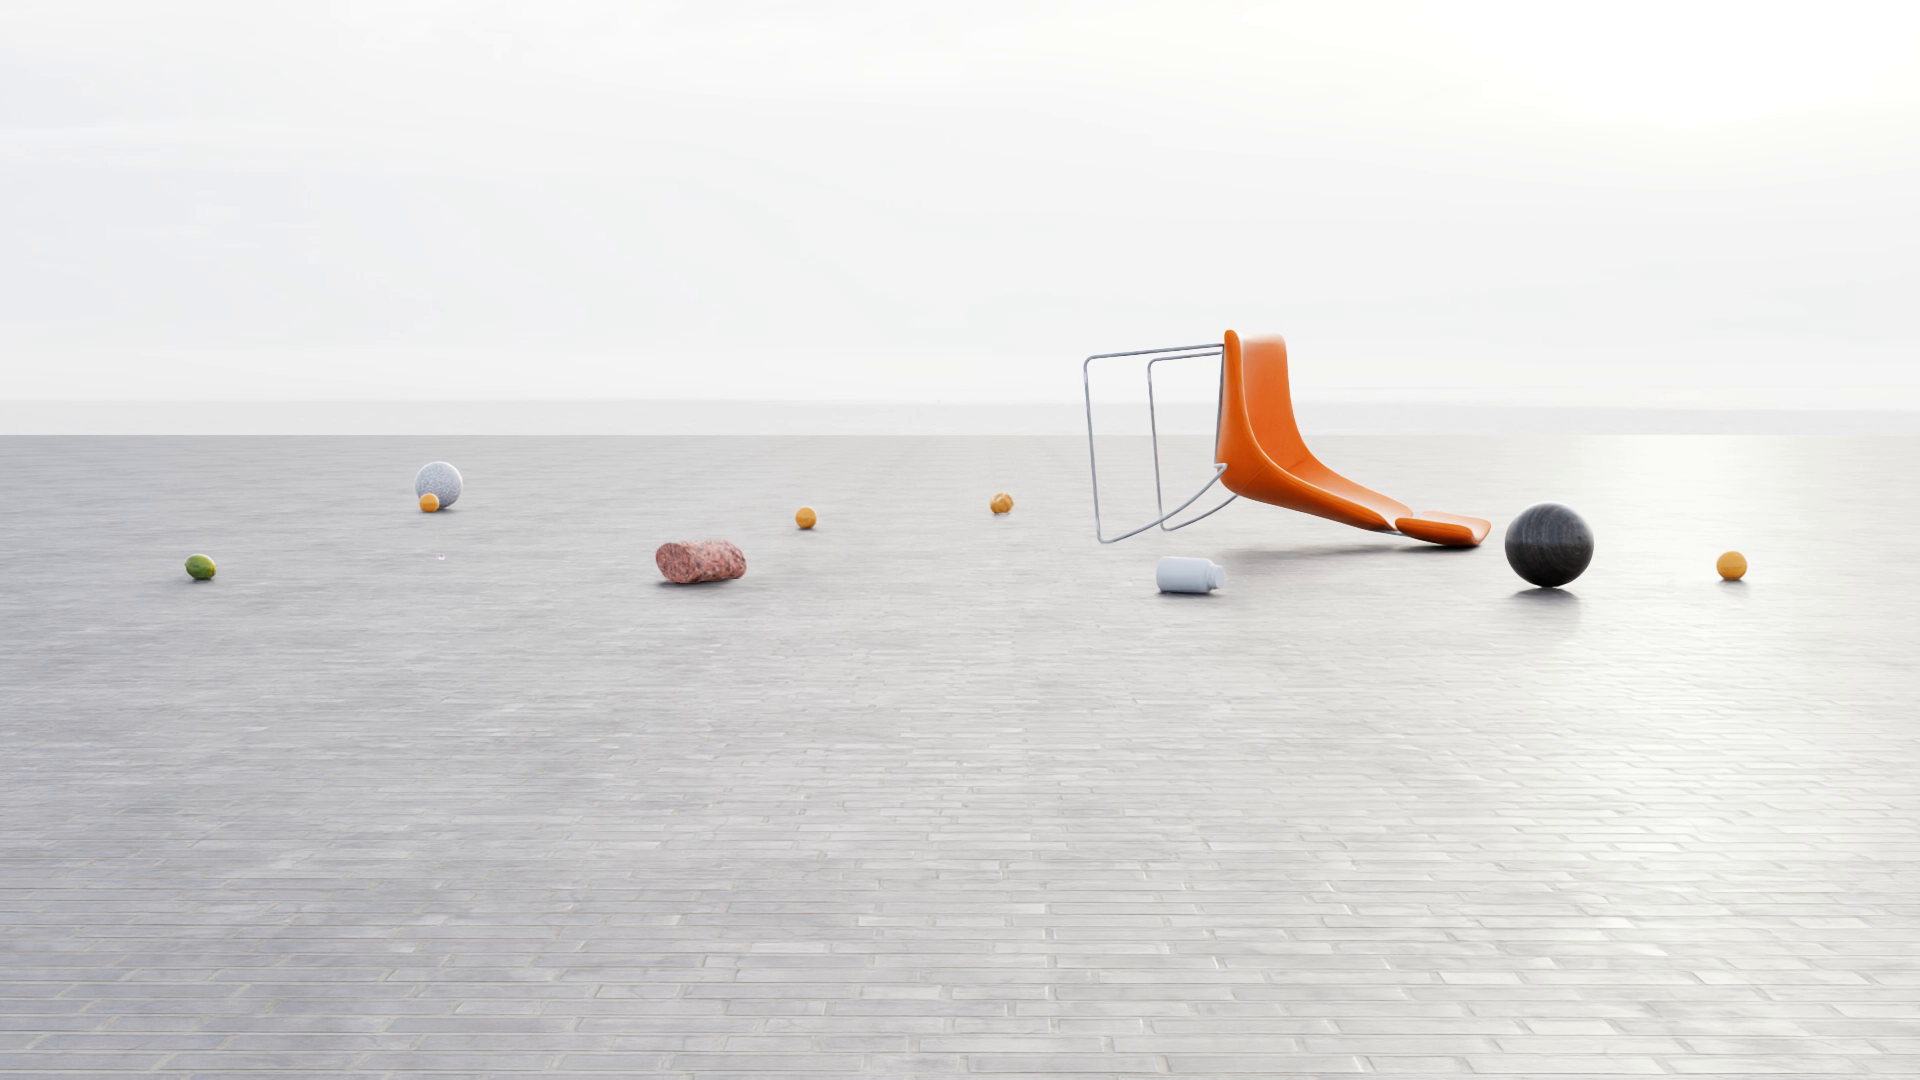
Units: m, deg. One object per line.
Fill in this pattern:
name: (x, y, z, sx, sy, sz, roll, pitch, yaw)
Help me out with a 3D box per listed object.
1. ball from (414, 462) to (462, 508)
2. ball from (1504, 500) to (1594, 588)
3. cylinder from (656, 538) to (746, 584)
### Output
ball: (-1.960, -0.207, 8.265, 0.177, 0.177, 0.177, 0, 4, 0)
ball: (1.331, 0.010, 4.968, 0.197, 0.197, 0.197, 0, 4, 0)
cylinder: (-0.607, 0.049, 5.153, 0.138, 0.088, 0.163, 24, 18, 37)
